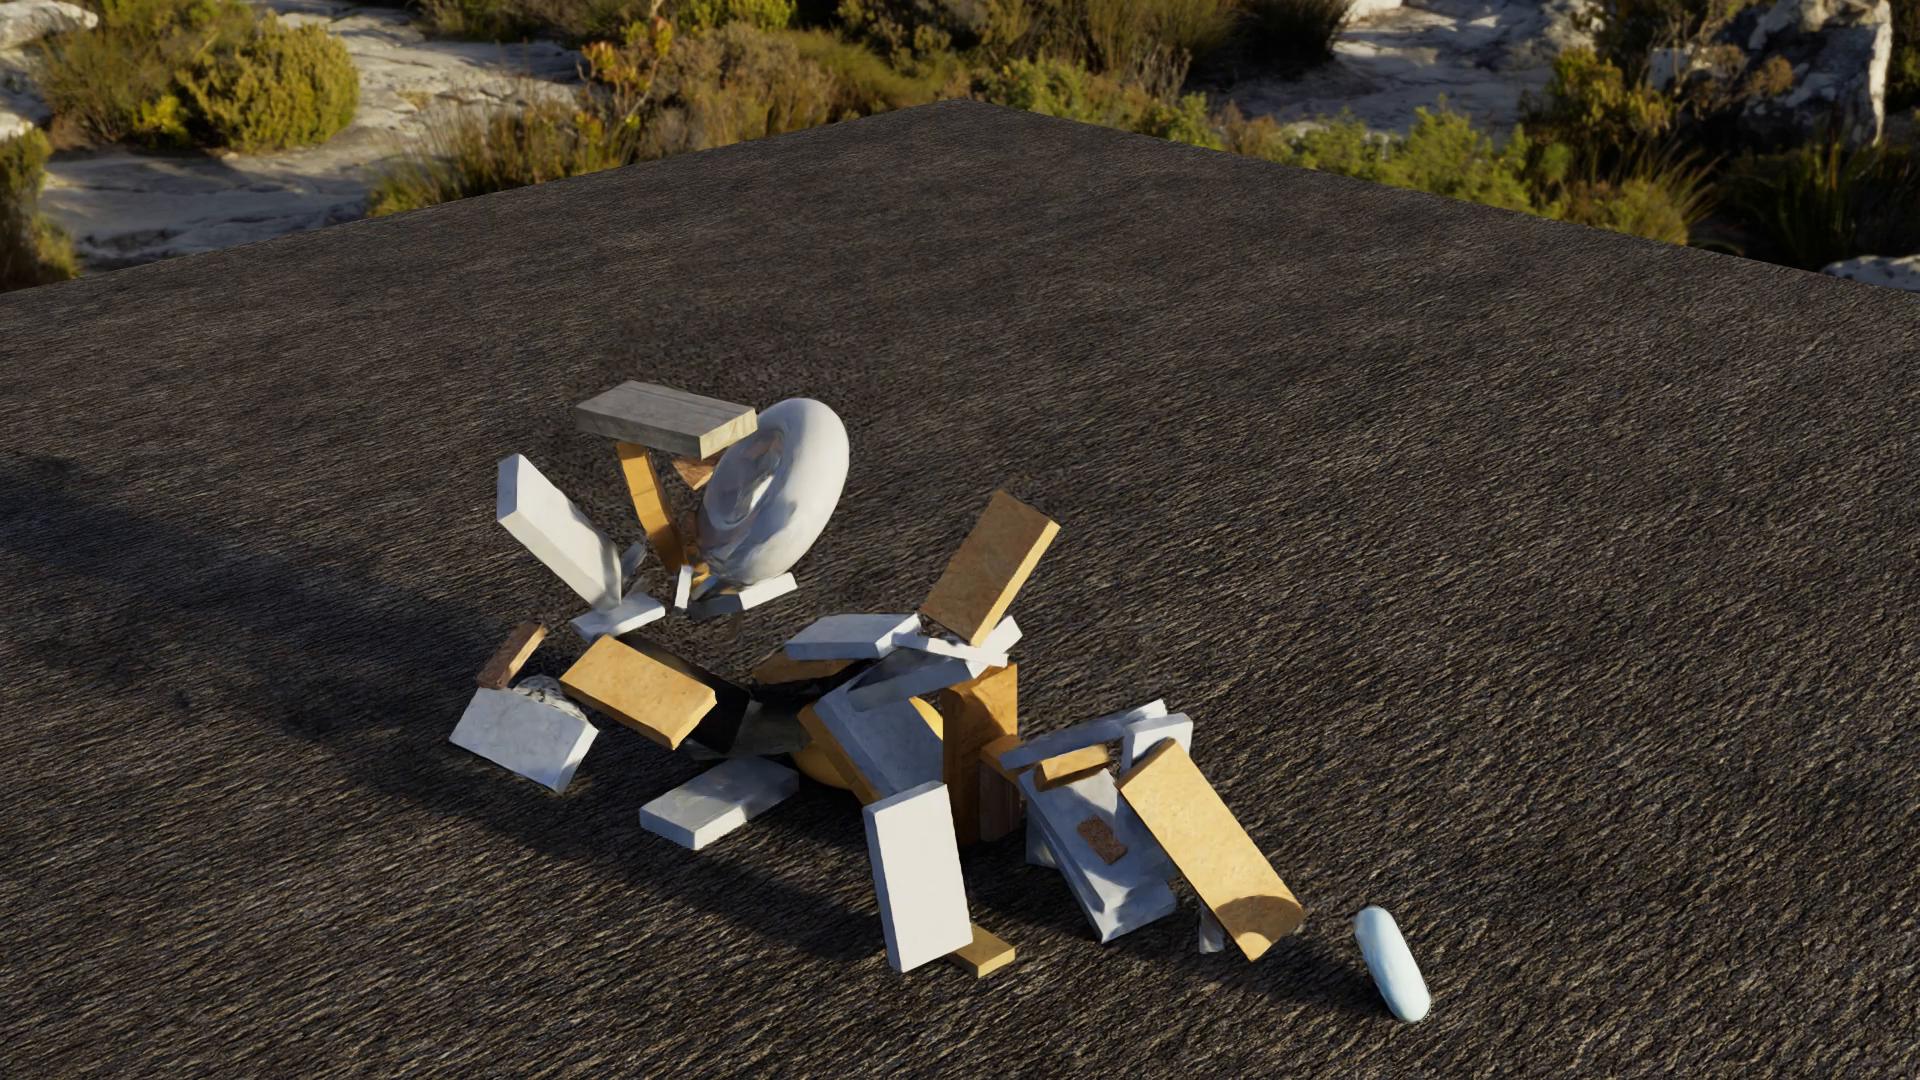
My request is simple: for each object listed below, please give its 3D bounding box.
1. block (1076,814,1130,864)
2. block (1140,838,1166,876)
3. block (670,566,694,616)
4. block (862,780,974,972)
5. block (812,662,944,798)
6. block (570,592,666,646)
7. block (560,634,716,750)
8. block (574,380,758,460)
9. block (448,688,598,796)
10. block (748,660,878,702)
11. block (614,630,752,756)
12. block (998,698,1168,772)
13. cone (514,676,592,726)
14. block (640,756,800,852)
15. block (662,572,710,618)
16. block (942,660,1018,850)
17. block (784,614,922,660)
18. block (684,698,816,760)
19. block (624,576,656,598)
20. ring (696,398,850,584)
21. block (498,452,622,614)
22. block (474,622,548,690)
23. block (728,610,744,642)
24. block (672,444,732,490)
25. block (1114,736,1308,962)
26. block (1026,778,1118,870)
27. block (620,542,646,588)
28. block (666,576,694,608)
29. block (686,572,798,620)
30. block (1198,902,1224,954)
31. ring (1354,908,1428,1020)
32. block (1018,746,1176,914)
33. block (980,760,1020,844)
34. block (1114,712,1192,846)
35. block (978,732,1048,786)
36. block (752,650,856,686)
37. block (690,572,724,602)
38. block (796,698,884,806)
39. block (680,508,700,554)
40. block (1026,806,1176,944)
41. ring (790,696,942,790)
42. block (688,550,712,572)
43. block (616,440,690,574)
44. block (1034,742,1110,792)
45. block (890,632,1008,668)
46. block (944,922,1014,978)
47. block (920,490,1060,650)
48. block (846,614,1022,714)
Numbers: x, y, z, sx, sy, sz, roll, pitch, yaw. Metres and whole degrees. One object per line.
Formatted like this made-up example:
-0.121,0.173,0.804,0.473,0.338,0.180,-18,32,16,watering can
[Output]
0.262,0.550,4.037,0.047,0.013,0.094,-30,60,-27,block
0.354,0.568,4.028,0.047,0.013,0.094,1,54,1,block
-0.578,0.106,4.558,0.024,0.086,0.172,10,-10,-9,block
-0.074,0.596,3.901,0.153,0.305,0.043,-18,17,-30,block
-0.124,0.423,4.411,0.171,0.048,0.342,-29,75,-42,block
-0.701,0.160,4.502,0.172,0.024,0.086,-24,34,-34,block
-0.604,0.284,4.128,0.265,0.037,0.132,24,52,23,block
-0.591,-0.244,4.407,0.337,0.048,0.168,14,31,33,block
-0.883,0.395,4.438,0.294,0.042,0.147,19,72,31,block
-0.308,0.280,4.573,0.147,0.042,0.294,-30,11,-32,block
-0.603,0.304,4.519,0.334,0.042,0.147,29,43,-12,block
0.225,0.366,4.106,0.118,0.033,0.382,-20,-3,-36,block
-0.816,0.387,4.563,0.193,0.193,0.193,6,22,38,cone
-0.486,0.526,4.465,0.153,0.043,0.307,17,28,35,block
-0.596,0.118,4.763,0.020,0.069,0.138,47,34,7,block
0.040,0.420,4.333,0.048,0.342,0.171,17,29,37,block
-0.214,0.192,4.379,0.258,0.037,0.129,-3,22,42,block
-0.415,0.390,4.603,0.307,0.043,0.153,-9,25,37,block
-0.715,0.124,4.821,0.050,0.014,0.101,4,49,53,block
-0.386,-0.100,4.513,0.140,0.419,0.419,32,8,-29,ring
-0.804,-0.011,4.431,0.048,0.337,0.168,-27,43,16,block
-0.908,0.234,4.452,0.079,0.022,0.157,4,50,46,block
-0.481,0.150,4.826,0.014,0.142,0.050,16,3,2,block
-0.553,-0.192,4.850,0.079,0.157,0.022,49,6,21,block
0.447,0.552,3.912,0.132,0.427,0.037,-39,17,-6,block
0.219,0.547,4.291,0.141,0.141,0.141,8,24,18,block
-0.738,0.079,4.759,0.022,0.158,0.079,35,-14,5,block
-0.605,0.121,4.875,0.050,0.101,0.014,-4,39,45,block
-0.457,0.117,4.589,0.129,0.037,0.258,-23,6,-31,block
0.457,0.699,3.982,0.047,0.094,0.013,-2,9,-32,block
0.746,0.732,3.800,0.070,0.209,0.209,-26,22,8,ring
0.251,0.531,4.090,0.153,0.043,0.305,-25,58,-17,block
0.079,0.503,4.348,0.025,0.177,0.089,19,30,40,block
0.344,0.427,3.925,0.118,0.236,0.033,-10,30,-25,block
0.131,0.444,4.265,0.089,0.025,0.177,-21,44,-41,block
-0.299,0.243,4.500,0.129,0.037,0.258,-32,13,-38,block
-0.520,0.091,4.619,0.069,0.020,0.138,-41,-2,9,block
-0.177,0.435,4.434,0.153,0.043,0.307,-27,74,-42,block
-0.549,-0.029,4.787,0.025,0.088,0.176,22,-24,-34,block
0.262,0.588,4.102,0.153,0.043,0.305,-21,57,-15,block
-0.197,0.417,4.635,0.340,0.113,0.340,0,22,0,ring
-0.515,-0.012,4.878,0.088,0.291,0.025,-5,62,-35,block
-0.634,-0.069,4.560,0.048,0.168,0.376,-18,-18,-4,block
0.201,0.416,4.000,0.118,0.033,0.236,-16,-11,-5,block
-0.018,0.201,4.029,0.086,0.024,0.240,7,-6,38,block
0.005,0.733,4.002,0.089,0.025,0.177,-20,30,-39,block
0.053,0.052,3.979,0.132,0.265,0.037,30,-6,35,block
-0.054,0.245,4.319,0.342,0.048,0.171,-20,13,44,block
